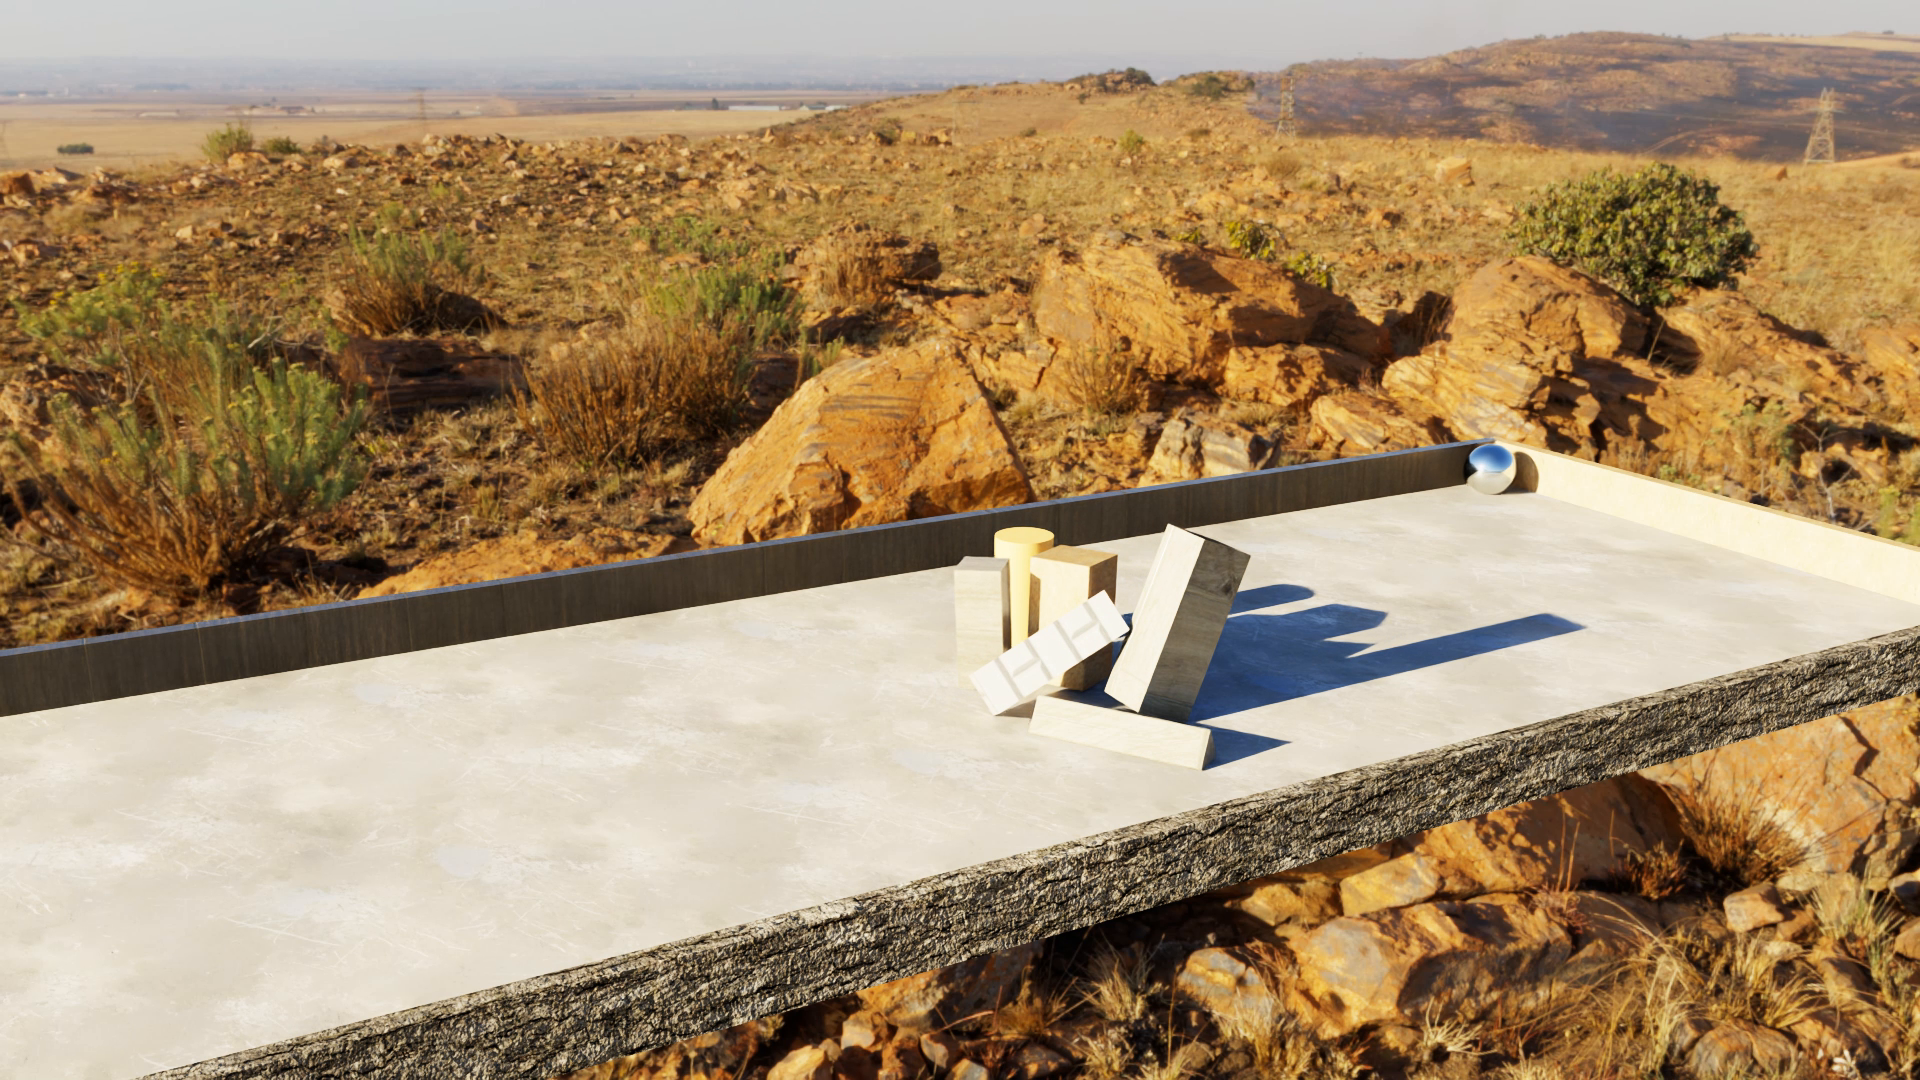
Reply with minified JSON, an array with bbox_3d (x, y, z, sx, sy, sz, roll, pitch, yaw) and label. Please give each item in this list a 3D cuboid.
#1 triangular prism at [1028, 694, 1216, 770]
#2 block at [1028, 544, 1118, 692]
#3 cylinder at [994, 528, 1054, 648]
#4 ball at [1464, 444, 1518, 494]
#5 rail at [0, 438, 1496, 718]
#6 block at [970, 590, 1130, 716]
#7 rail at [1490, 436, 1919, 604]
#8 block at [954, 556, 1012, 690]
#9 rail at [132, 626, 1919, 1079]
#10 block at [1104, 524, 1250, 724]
[{"bbox_3d":[0.368,0.428,3.750,0.425,0.079,0.092,9,18,28],"label":"triangular prism"},{"bbox_3d":[0.279,0.192,4.125,0.161,0.316,0.161,10,15,30],"label":"block"},{"bbox_3d":[0.168,0.135,4.352,0.154,0.307,0.154,0,16,0],"label":"cylinder"},{"bbox_3d":[1.897,-0.254,5.897,0.182,0.182,0.182,0,16,0],"label":"ball"},{"bbox_3d":[-3.305,0.497,3.399,12.000,0.150,0.050,-9,18,-27],"label":"rail"},{"bbox_3d":[0.210,0.268,3.914,0.368,0.111,0.111,-32,-4,-10],"label":"block"},{"bbox_3d":[2.466,-0.048,5.253,0.050,0.150,2.100,-9,18,-27],"label":"rail"},{"bbox_3d":[0.060,0.207,4.096,0.116,0.308,0.116,2,16,13],"label":"block"},{"bbox_3d":[-2.336,1.006,1.665,12.000,0.150,0.050,-9,18,-27],"label":"rail"},{"bbox_3d":[0.511,0.198,3.882,0.147,0.427,0.147,17,6,-31],"label":"block"}]
